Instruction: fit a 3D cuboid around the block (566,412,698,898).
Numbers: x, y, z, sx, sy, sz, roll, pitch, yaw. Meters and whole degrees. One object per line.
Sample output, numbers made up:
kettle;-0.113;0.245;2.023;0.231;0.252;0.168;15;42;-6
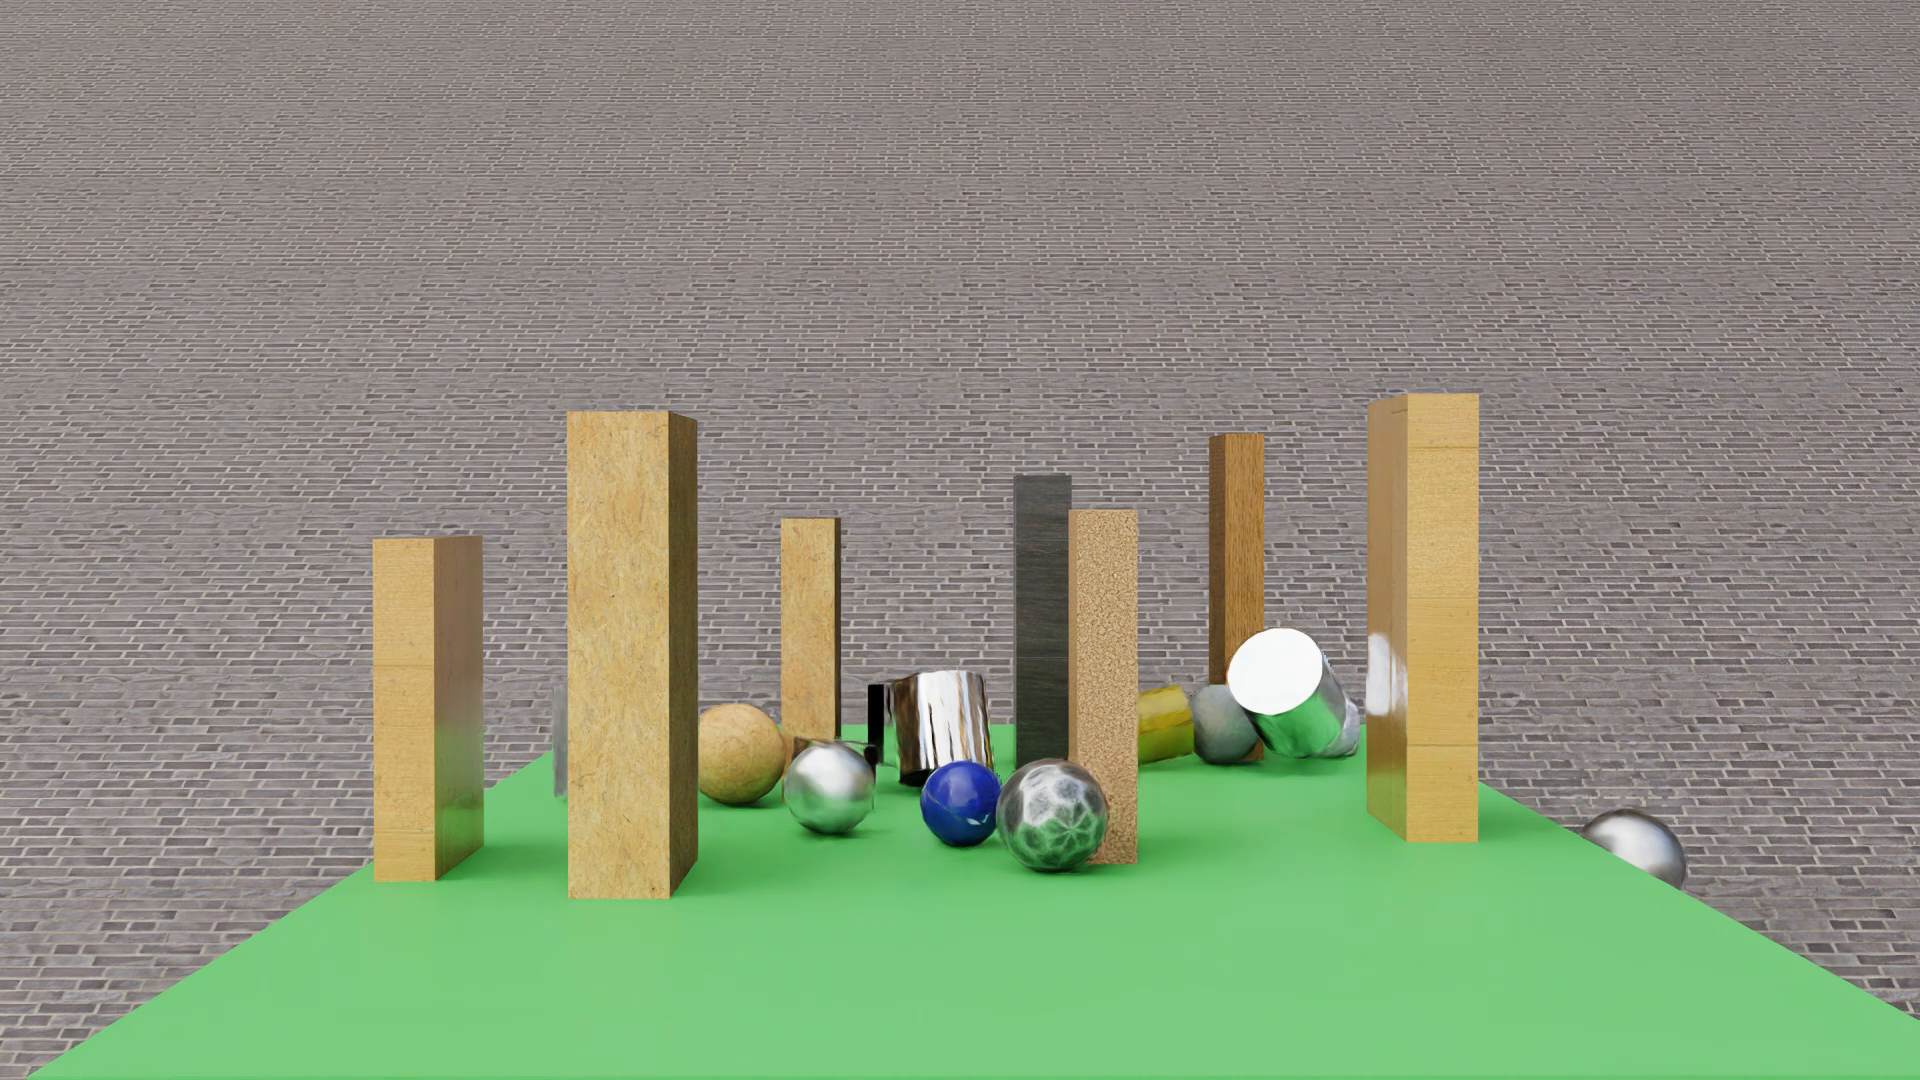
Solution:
block;-0.494;0.163;3.940;0.146;0.705;0.415;0;1;0

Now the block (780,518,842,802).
block;-0.290;0.227;5.059;0.102;0.540;0.276;0;1;0

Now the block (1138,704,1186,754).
block;0.449;0.431;5.891;0.105;0.105;0.105;0;1;-11

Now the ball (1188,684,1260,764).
ball;0.569;0.400;5.618;0.175;0.175;0.175;0;27;0

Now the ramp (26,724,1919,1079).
ramp;0.062;0.555;4.592;2.000;0.100;4.000;0;1;0

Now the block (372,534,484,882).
block;-0.841;0.254;4.105;0.092;0.519;0.405;0;1;0

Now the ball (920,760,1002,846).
ball;0.005;0.439;4.301;0.143;0.143;0.143;0;27;0

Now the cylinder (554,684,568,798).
cylinder;-0.668;0.383;4.918;0.207;0.207;0.207;-1;-7;0

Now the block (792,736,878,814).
block;-0.235;0.435;4.777;0.124;0.124;0.124;5;-1;-21

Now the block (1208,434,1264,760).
block;0.628;0.123;5.883;0.086;0.721;0.366;0;1;0

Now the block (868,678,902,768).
block;-0.086;0.399;5.625;0.179;0.179;0.179;0;1;16

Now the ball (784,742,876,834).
ball;-0.225;0.428;4.454;0.159;0.159;0.159;0;27;0

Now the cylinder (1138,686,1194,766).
cylinder;0.403;0.400;5.524;0.153;0.153;0.153;-11;29;-13

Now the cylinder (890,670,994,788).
cylinder;-0.038;0.376;5.111;0.189;0.189;0.189;-6;-17;-2

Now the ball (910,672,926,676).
ball;-0.091;0.402;6.463;0.144;0.144;0.144;0;27;0

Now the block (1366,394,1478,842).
block;0.811;0.128;4.550;0.119;0.754;0.425;0;1;0

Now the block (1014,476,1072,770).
block;0.174;0.176;5.515;0.115;0.626;0.294;0;1;0

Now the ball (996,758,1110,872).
ball;0.143;0.427;4.004;0.176;0.176;0.176;0;27;0

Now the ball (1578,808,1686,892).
ball;1.228;0.600;4.754;0.209;0.209;0.209;0;27;0

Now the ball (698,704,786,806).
ball;-0.424;0.405;4.875;0.192;0.192;0.192;0;27;0

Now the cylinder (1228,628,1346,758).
cylinder;0.692;0.322;5.443;0.202;0.202;0.202;-12;55;18

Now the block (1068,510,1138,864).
block;0.232;0.231;4.231;0.096;0.560;0.304;0;1;0
